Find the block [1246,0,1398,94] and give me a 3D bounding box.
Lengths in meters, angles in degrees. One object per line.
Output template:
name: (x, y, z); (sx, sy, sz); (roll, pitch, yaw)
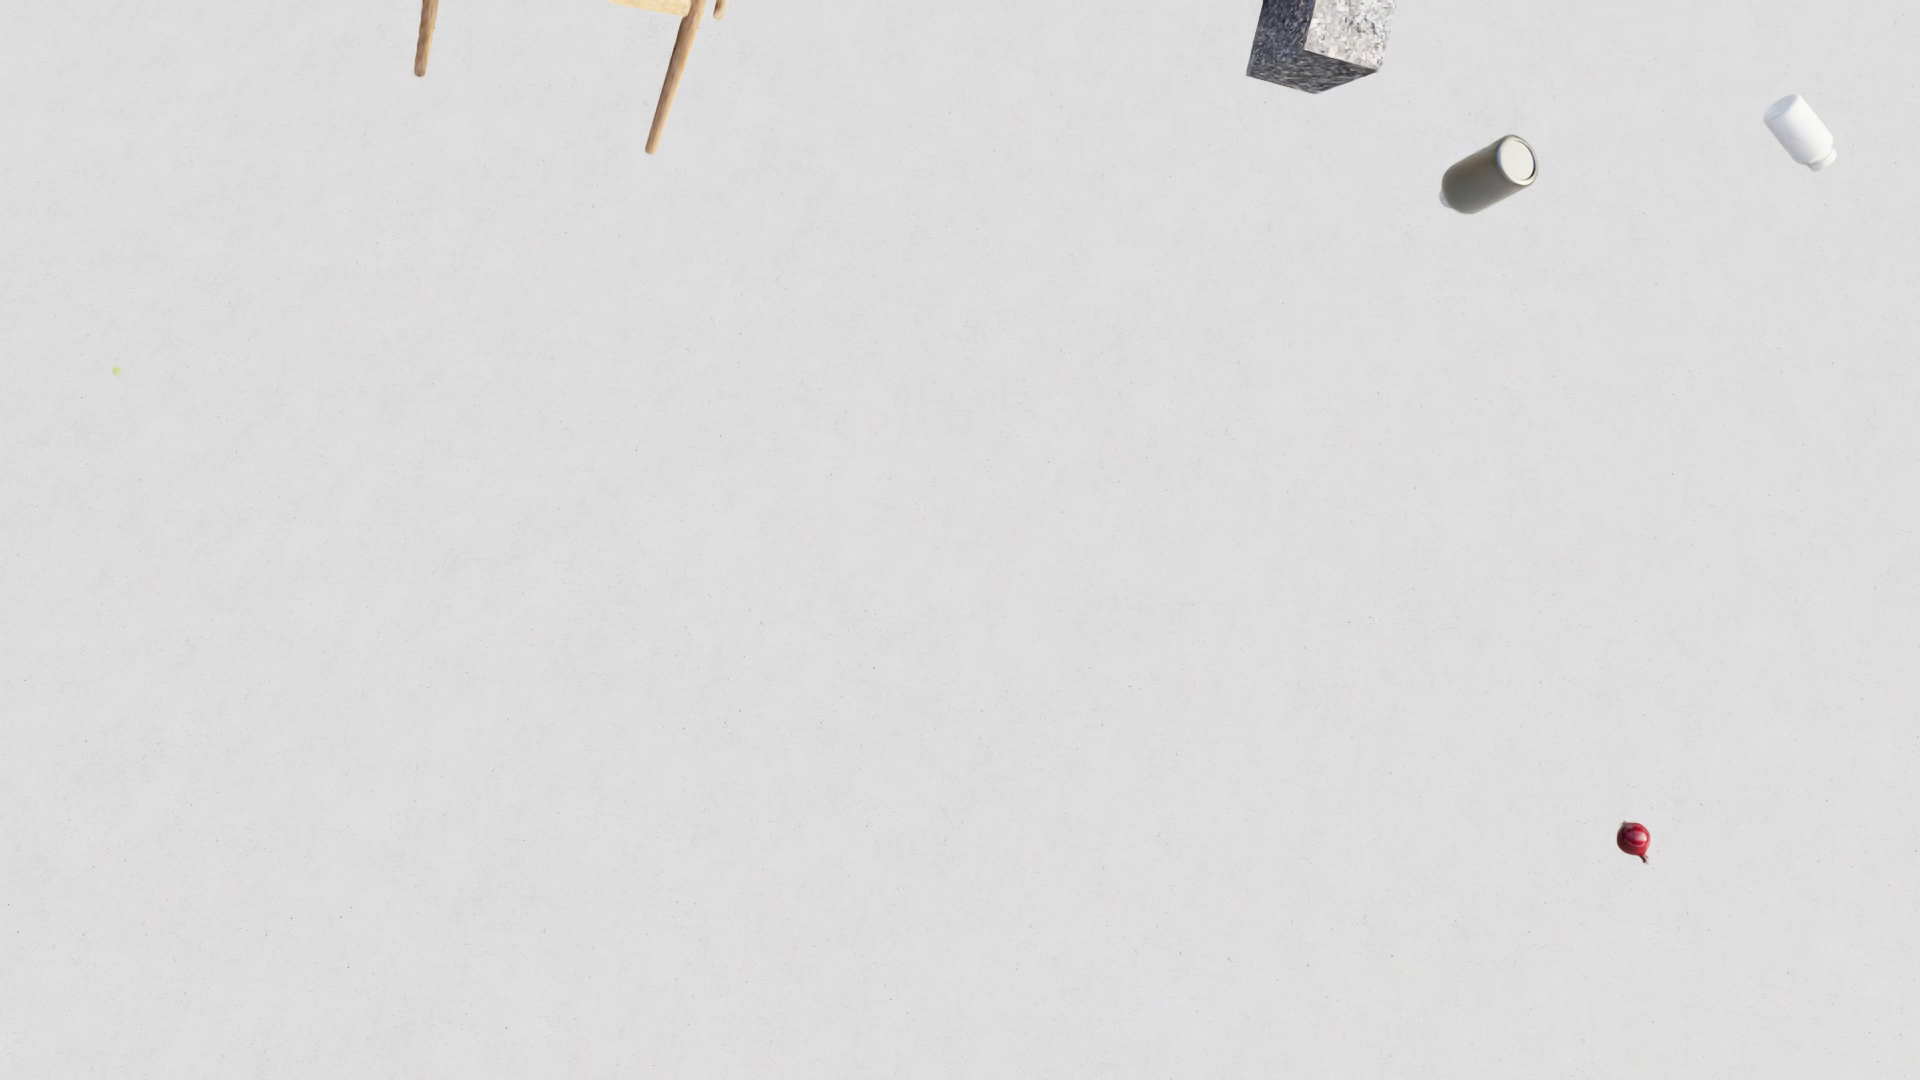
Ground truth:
block: (0.417, -0.586, 2.552); (0.091, 0.239, 0.091); (13, 93, -9)
